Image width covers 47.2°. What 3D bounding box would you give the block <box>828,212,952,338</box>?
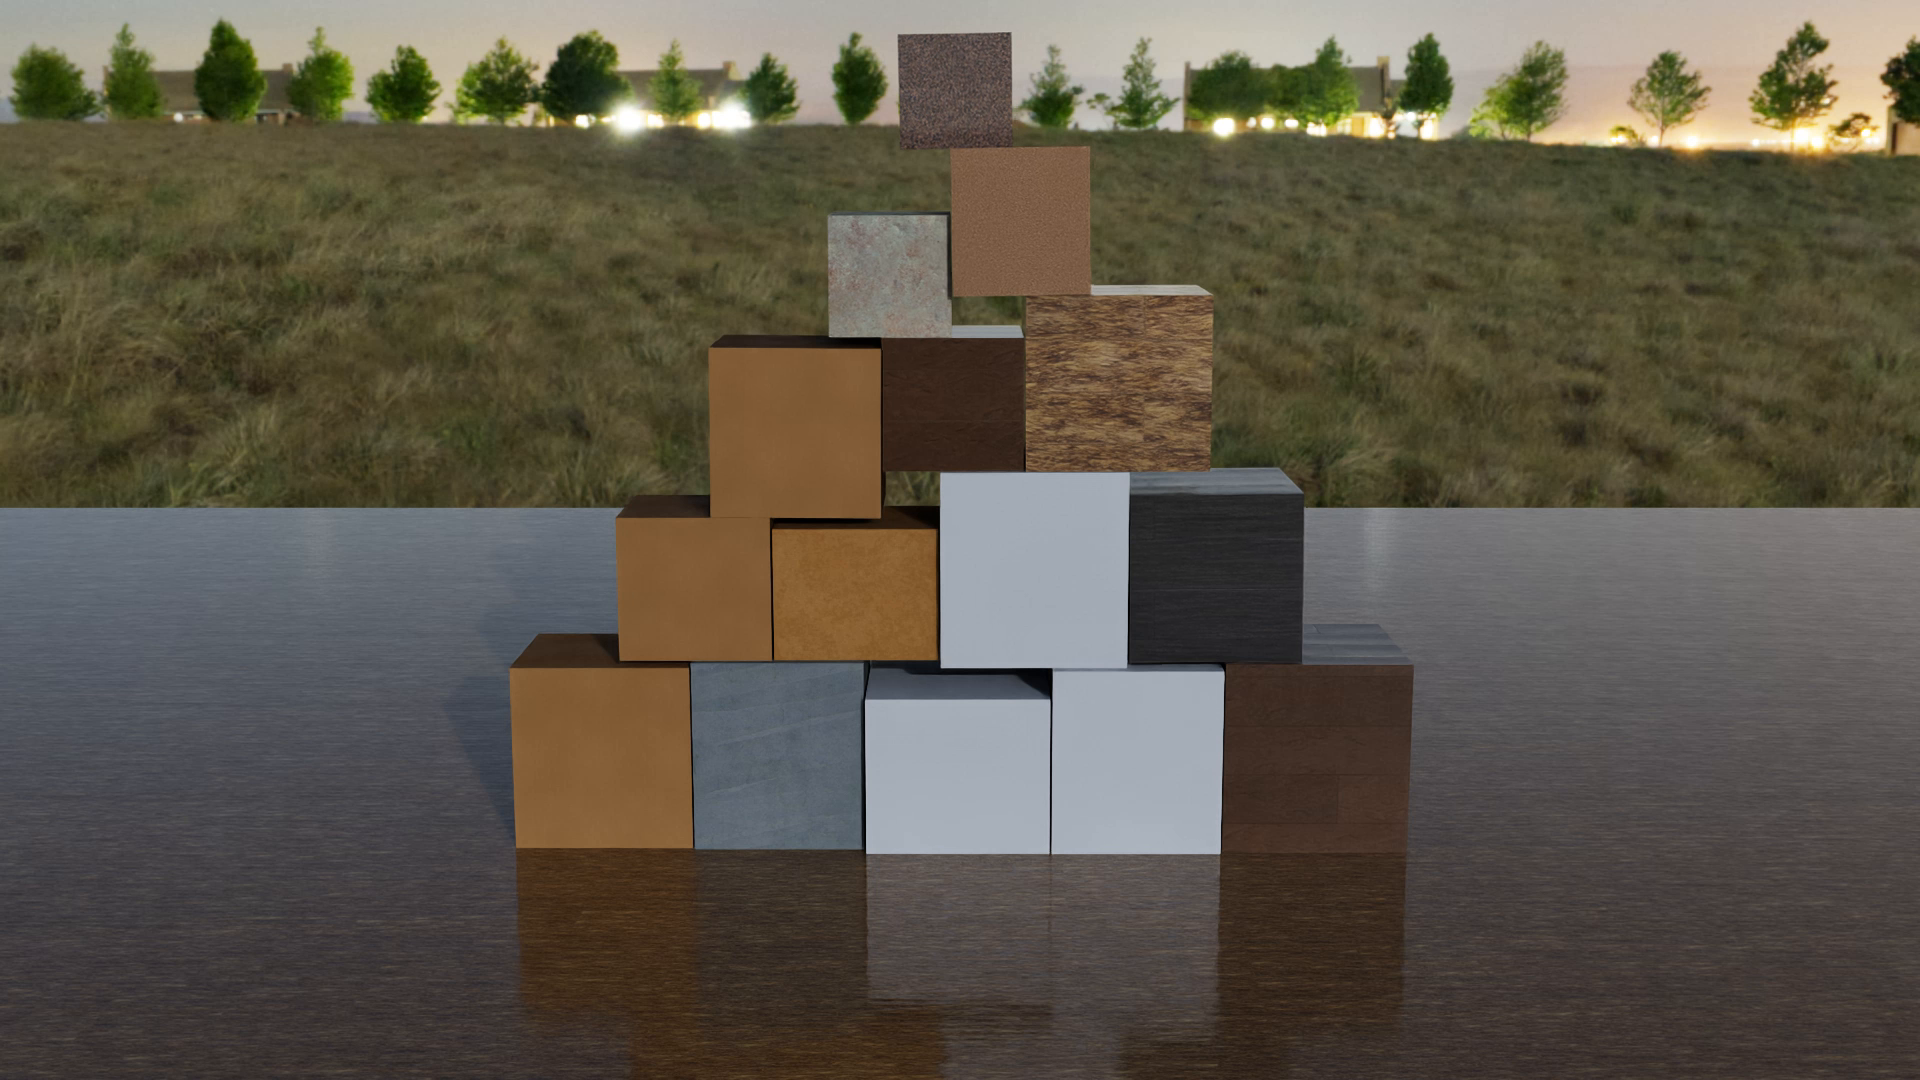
[{"bbox_3d":[-0.340,-1.330,10.944,0.595,0.585,0.626,0,10,0],"label":"block"}]

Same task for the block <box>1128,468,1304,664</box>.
[{"bbox_3d":[1.257,0.113,11.219,0.854,0.839,0.876,-1,10,0],"label":"block"}]

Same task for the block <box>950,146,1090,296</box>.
[{"bbox_3d":[0.292,-1.587,10.877,0.662,0.701,0.756,-1,10,0],"label":"block"}]

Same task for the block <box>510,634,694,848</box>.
[{"bbox_3d":[-1.786,1.022,11.347,0.891,0.930,0.775,0,10,0],"label":"block"}]

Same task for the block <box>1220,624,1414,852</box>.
[{"bbox_3d":[1.770,1.003,11.356,0.923,0.963,0.936,0,10,0],"label":"block"}]

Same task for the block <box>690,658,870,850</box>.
[{"bbox_3d":[-0.904,1.005,11.362,0.853,0.958,0.848,0,10,0],"label":"block"}]

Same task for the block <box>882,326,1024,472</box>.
[{"bbox_3d":[-0.036,-0.723,11.056,0.690,0.652,0.741,0,10,0],"label":"block"}]

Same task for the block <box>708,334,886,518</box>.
[{"bbox_3d":[-0.802,-0.583,11.070,0.835,0.833,0.723,0,10,0],"label":"block"}]

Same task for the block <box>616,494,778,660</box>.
[{"bbox_3d":[-1.312,0.182,11.197,0.756,0.720,0.707,0,10,0],"label":"block"}]

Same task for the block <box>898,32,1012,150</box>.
[{"bbox_3d":[-0.021,-2.196,10.787,0.543,0.541,0.489,-1,10,0],"label":"block"}]

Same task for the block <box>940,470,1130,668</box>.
[{"bbox_3d":[0.365,0.075,11.210,0.920,0.974,0.875,0,10,0],"label":"block"}]

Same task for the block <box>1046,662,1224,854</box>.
[{"bbox_3d":[0.877,1.018,11.356,0.843,0.934,0.981,0,10,0],"label":"block"}]

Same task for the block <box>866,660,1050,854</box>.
[{"bbox_3d":[-0.011,1.087,11.372,0.913,0.791,0.979,0,10,0],"label":"block"}]

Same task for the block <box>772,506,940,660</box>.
[{"bbox_3d":[-0.514,0.209,11.213,0.820,0.661,0.703,0,10,0],"label":"block"}]

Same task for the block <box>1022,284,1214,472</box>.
[{"bbox_3d":[0.770,-0.823,11.025,0.902,0.857,0.746,0,10,0],"label":"block"}]
